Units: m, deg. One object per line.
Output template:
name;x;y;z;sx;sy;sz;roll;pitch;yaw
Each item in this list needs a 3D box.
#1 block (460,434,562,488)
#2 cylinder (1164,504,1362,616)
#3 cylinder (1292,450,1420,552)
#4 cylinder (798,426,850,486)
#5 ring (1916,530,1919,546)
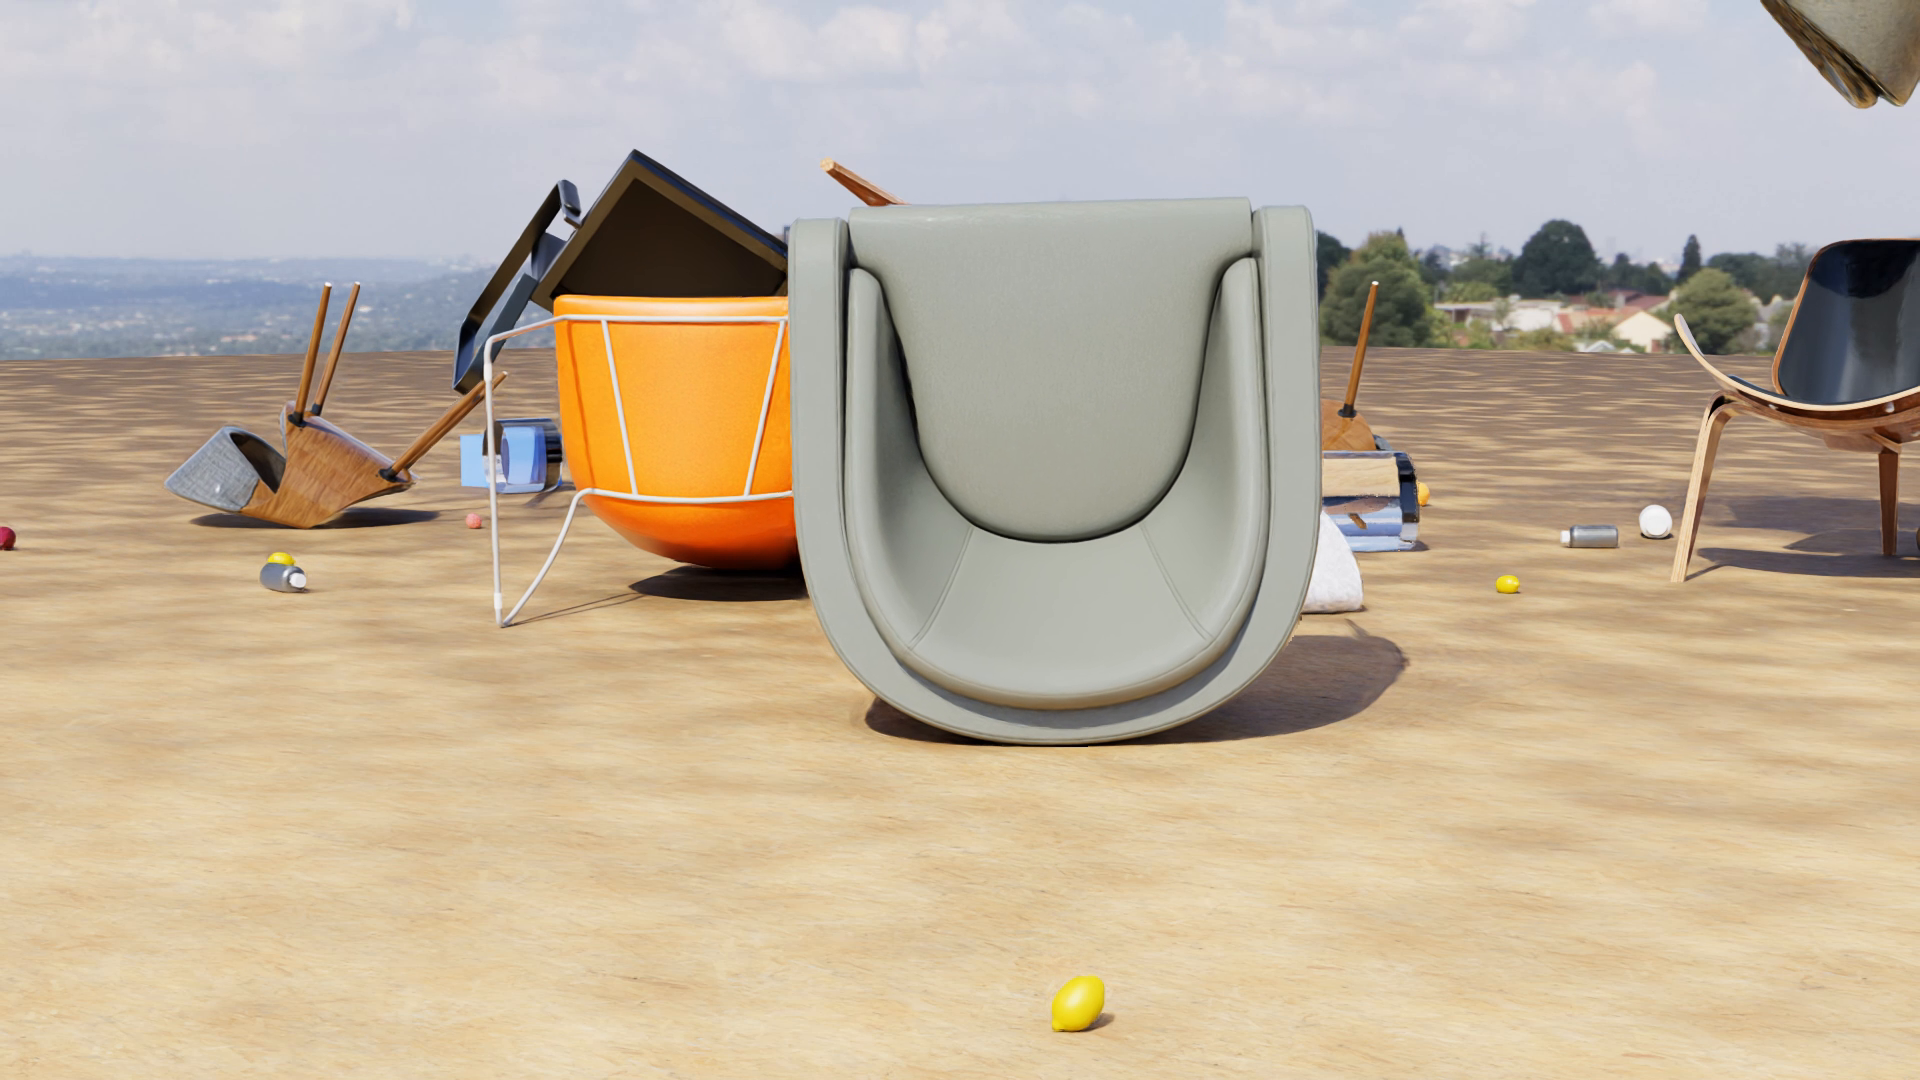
block;-1.411;-0.250;8.065;0.265;0.158;0.166;3;7;29
cylinder;0.597;0.038;5.092;0.296;0.146;0.329;-2;32;-17
cylinder;0.949;-0.094;6.165;0.247;0.258;0.206;-1;-35;-8
cylinder;-0.429;-0.263;8.072;0.094;0.186;0.148;4;-11;34
ring;2.360;-0.004;5.952;0.266;0.104;0.413;2;7;23
